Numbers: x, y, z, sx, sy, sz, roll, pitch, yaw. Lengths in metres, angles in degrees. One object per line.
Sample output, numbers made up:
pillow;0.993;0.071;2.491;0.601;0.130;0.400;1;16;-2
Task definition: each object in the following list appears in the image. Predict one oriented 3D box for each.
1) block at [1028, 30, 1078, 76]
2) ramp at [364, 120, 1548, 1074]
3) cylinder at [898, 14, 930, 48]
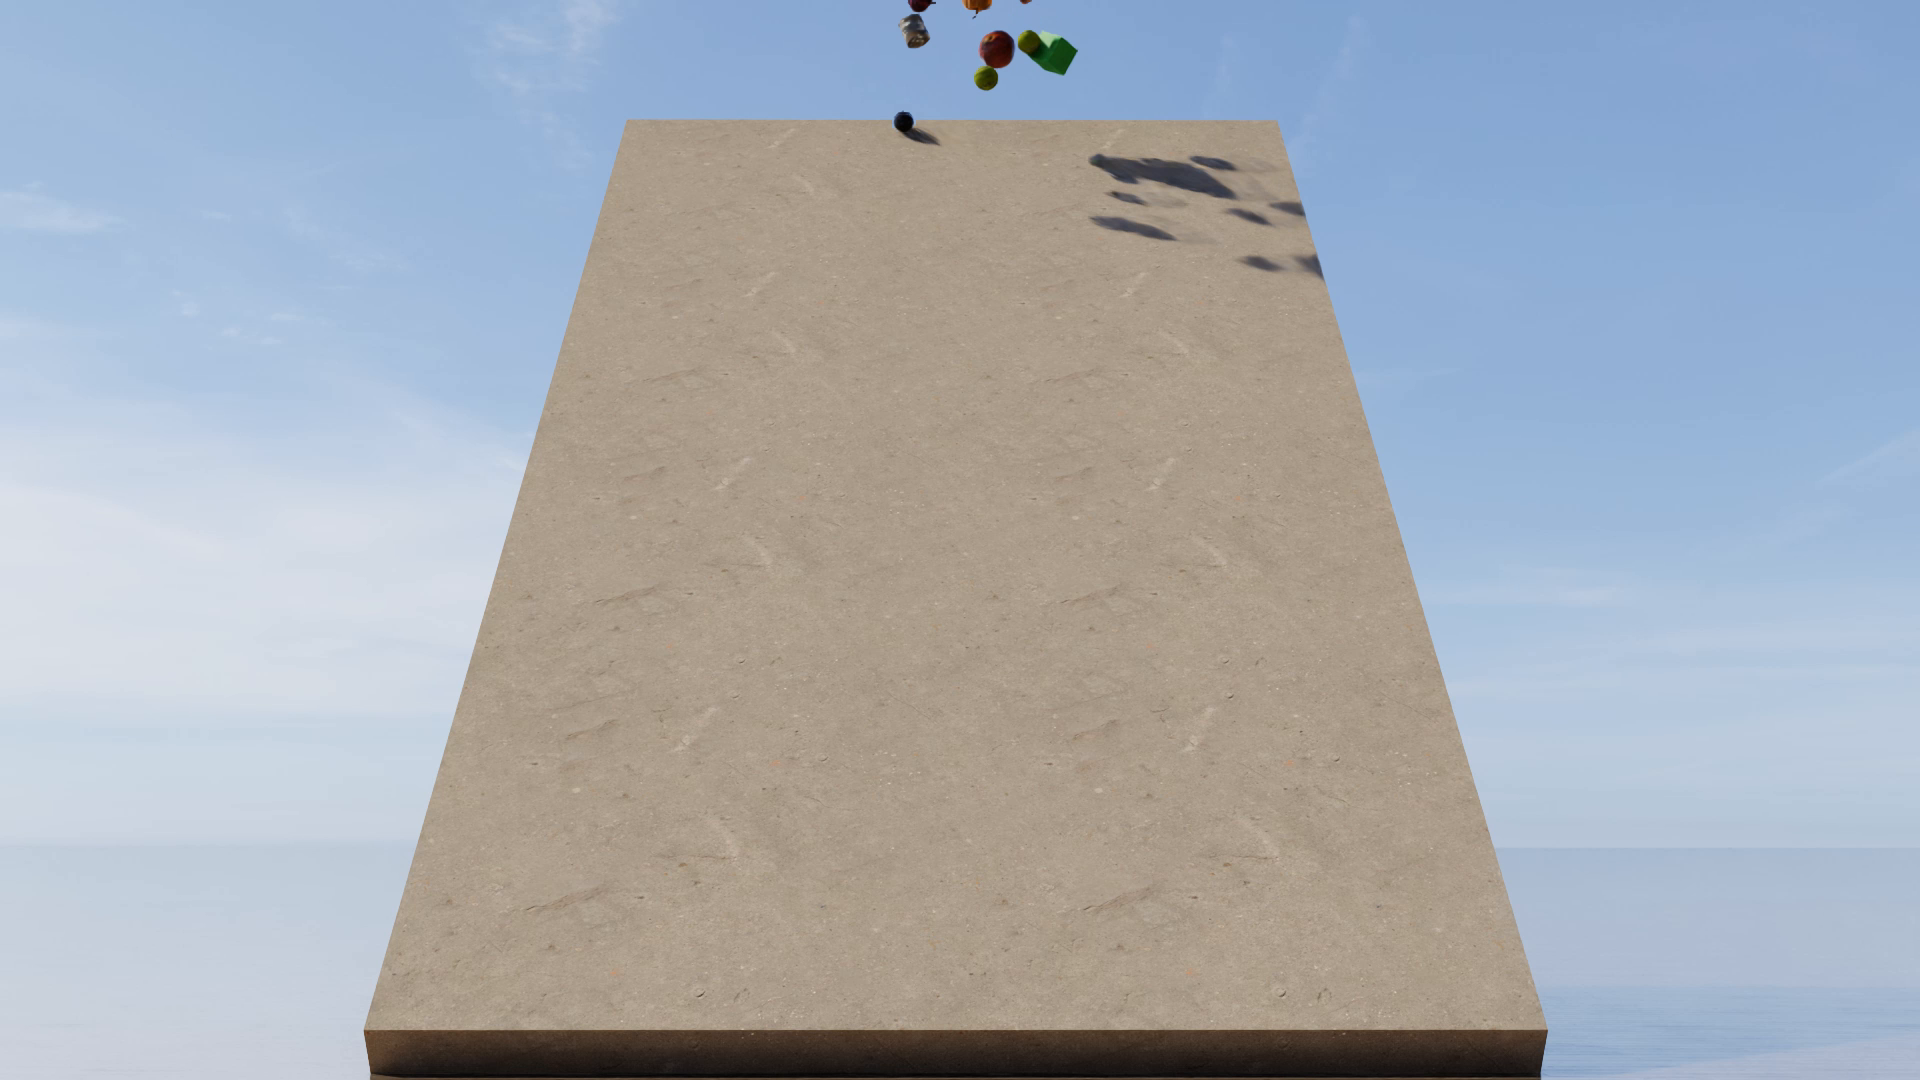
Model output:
block;0.279;-1.457;7.322;0.087;0.087;0.087;28;-2;43
ramp;-0.015;-0.190;5.850;2.000;0.100;4.000;0;32;0
cylinder;-0.133;-1.475;7.093;0.070;0.070;0.070;-21;-19;-7
